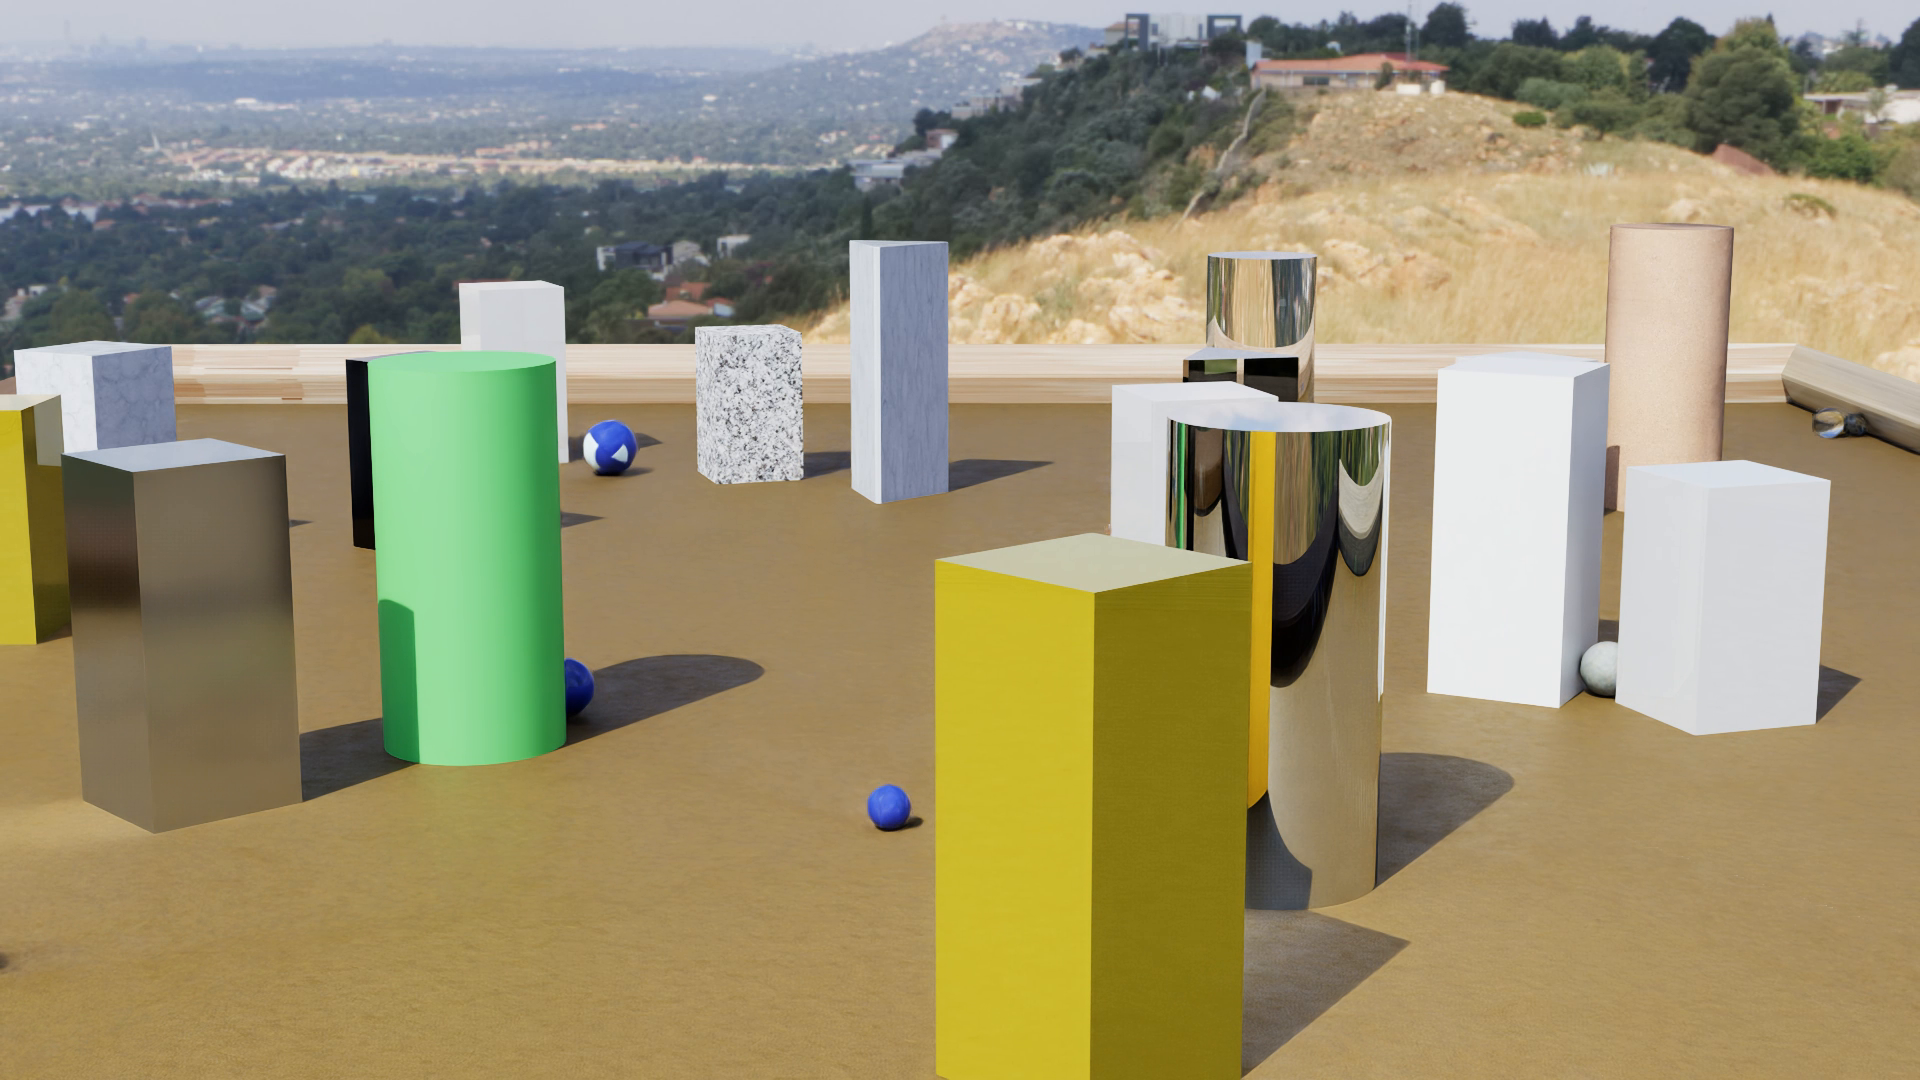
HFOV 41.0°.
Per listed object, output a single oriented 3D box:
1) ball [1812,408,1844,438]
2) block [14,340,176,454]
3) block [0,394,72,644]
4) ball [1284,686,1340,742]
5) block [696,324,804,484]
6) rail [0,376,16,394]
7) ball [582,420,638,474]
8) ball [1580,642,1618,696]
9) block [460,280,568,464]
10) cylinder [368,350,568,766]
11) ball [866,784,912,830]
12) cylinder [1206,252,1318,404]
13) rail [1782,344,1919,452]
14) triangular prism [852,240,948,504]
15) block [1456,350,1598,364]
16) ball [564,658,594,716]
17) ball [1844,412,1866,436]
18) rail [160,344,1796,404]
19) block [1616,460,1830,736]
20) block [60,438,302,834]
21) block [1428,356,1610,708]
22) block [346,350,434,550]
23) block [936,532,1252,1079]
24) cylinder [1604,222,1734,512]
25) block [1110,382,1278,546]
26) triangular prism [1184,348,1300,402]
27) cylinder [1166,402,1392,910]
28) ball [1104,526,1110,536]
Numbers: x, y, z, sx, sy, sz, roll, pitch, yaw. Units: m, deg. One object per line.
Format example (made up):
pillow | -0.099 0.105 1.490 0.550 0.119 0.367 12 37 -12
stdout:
ball | 1.716 -0.231 5.067 0.060 0.060 0.060 0 11 0
block | -1.289 -0.132 3.843 0.157 0.311 0.157 6 12 27
block | -1.256 -0.029 3.313 0.157 0.300 0.157 0 11 -1
ball | 0.383 0.189 2.797 0.060 0.060 0.060 0 11 0
block | -0.377 -0.245 4.584 0.157 0.262 0.157 -3 11 -18
rail | -1.809 0.035 3.439 0.045 0.128 4.332 0 11 0
ball | -0.629 -0.166 4.612 0.097 0.097 0.097 0 11 0
ball | 0.756 0.150 2.995 0.064 0.064 0.064 0 11 0
block | -0.829 -0.310 4.765 0.157 0.325 0.157 -5 11 -23
cylinder | -0.528 0.015 2.759 0.196 0.416 0.196 0 11 0
ball | -0.068 0.257 2.475 0.043 0.043 0.043 0 11 0
cylinder | 0.541 -0.318 4.625 0.196 0.390 0.196 0 11 0
rail | 1.809 0.031 3.459 0.045 0.128 4.332 0 11 0
triangular prism | -0.132 -0.293 4.384 0.147 0.429 0.170 10 14 43
block | 0.904 -0.160 4.119 0.157 0.265 0.157 -8 13 -35
ball | -0.447 0.166 2.907 0.065 0.065 0.065 0 11 0
ball | 1.775 -0.229 5.092 0.046 0.046 0.046 0 11 0
rail | -0.012 -0.358 5.555 3.665 0.128 0.045 0 11 0
block | 0.858 0.061 2.894 0.157 0.276 0.157 -4 11 -18
block | -0.769 0.089 2.537 0.157 0.351 0.157 -10 14 -42
block | 0.656 -0.014 3.012 0.157 0.381 0.157 6 12 28
block | -0.819 -0.134 3.917 0.157 0.288 0.157 8 13 36
block | 0.093 0.203 1.836 0.157 0.383 0.157 -9 14 -42
cylinder | 1.169 -0.287 4.256 0.196 0.464 0.196 0 11 0
block | 0.285 -0.017 3.156 0.157 0.335 0.157 -3 11 -15
triangular prism | 0.379 -0.110 3.697 0.170 0.321 0.147 -3 11 -13
cylinder | 0.280 0.098 2.297 0.196 0.421 0.196 0 11 0
ball | 0.239 0.004 3.784 0.063 0.063 0.063 0 11 0
